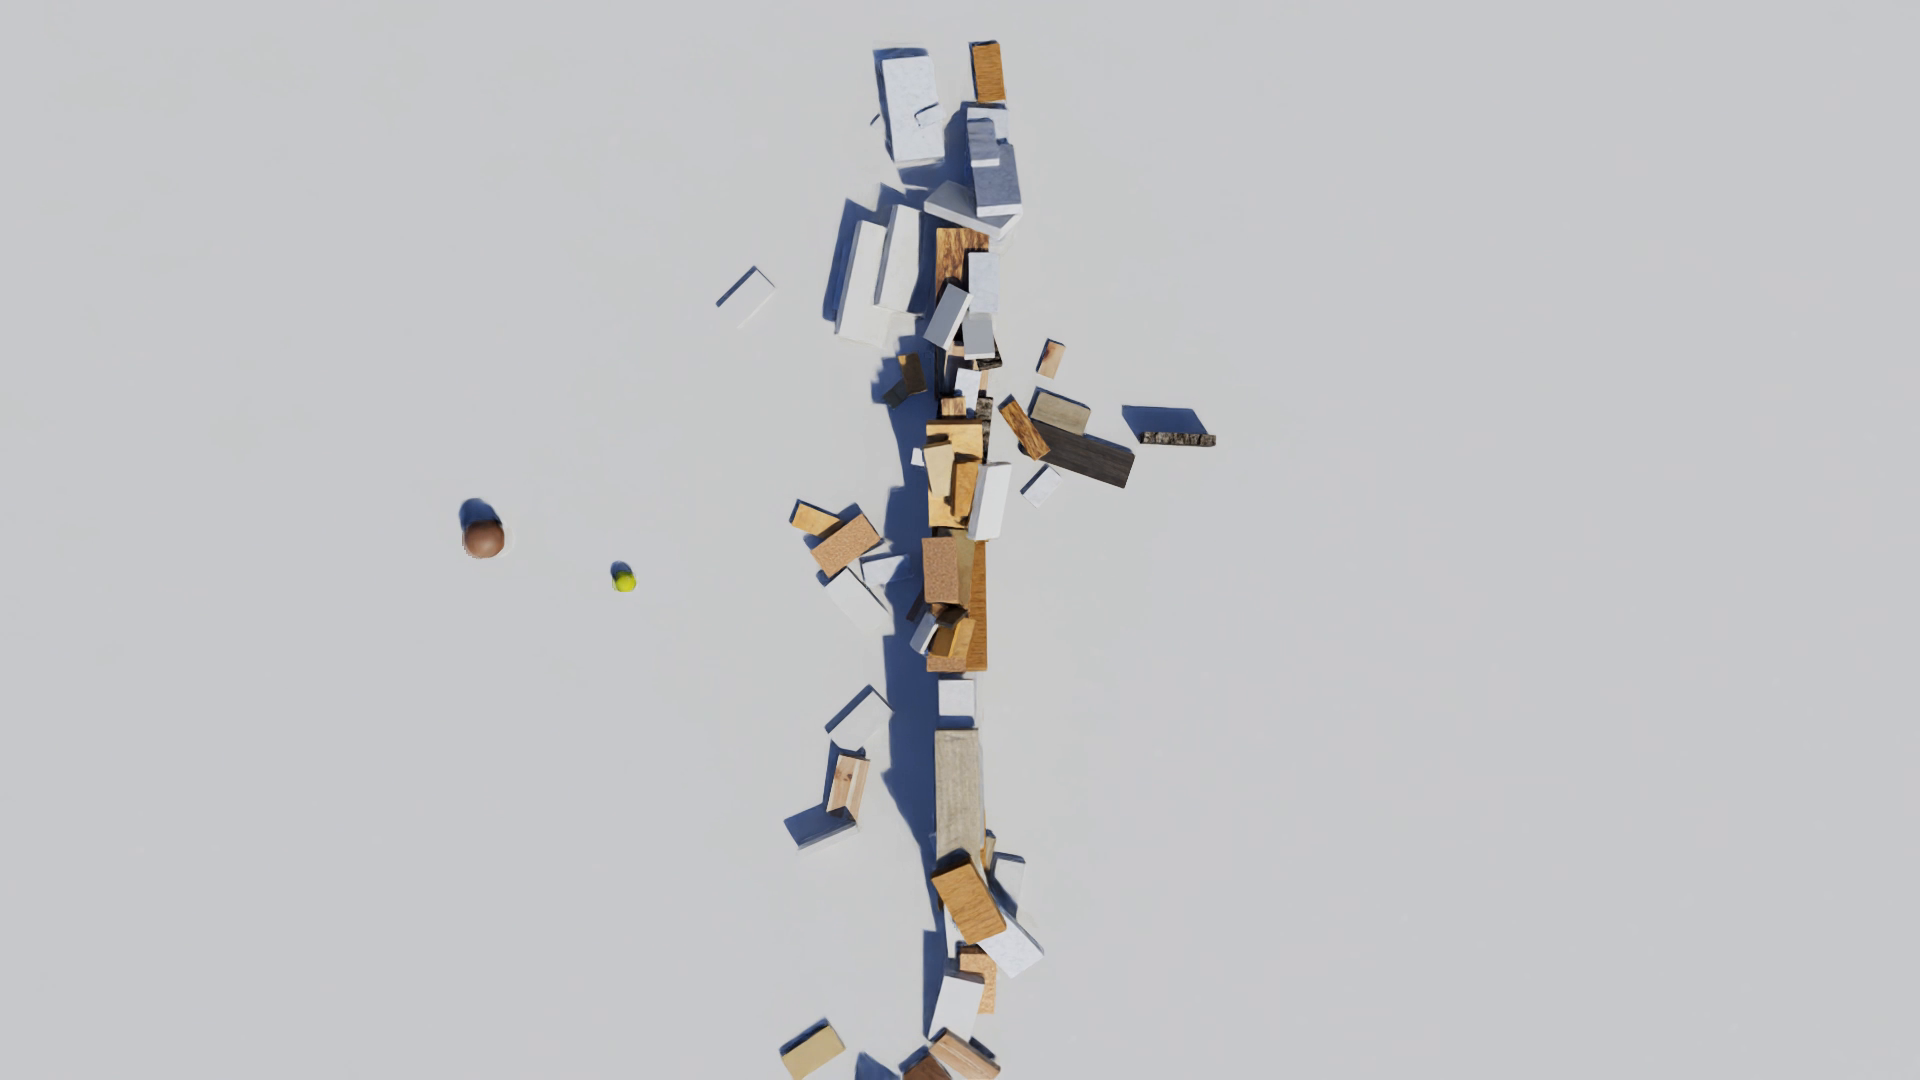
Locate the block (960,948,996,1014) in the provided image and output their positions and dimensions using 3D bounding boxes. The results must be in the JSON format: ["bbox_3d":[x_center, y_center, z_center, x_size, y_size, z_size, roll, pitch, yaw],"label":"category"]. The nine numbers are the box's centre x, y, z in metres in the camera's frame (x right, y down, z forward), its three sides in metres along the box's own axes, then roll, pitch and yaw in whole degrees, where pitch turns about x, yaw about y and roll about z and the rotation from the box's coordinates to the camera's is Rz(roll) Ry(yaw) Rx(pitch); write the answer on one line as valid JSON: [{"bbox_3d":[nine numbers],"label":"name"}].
[{"bbox_3d":[0.058,1.450,5.428,0.121,0.034,0.241,1,114,-2],"label":"block"}]

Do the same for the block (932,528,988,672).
[{"bbox_3d":[-0.003,0.185,5.357,0.176,0.050,0.488,-1,71,0],"label":"block"}]

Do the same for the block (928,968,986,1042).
[{"bbox_3d":[-0.011,1.542,5.428,0.134,0.038,0.268,13,114,0],"label":"block"}]

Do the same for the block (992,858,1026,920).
[{"bbox_3d":[0.153,1.162,5.486,0.097,0.028,0.194,11,90,0],"label":"block"}]

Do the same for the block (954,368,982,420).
[{"bbox_3d":[0.015,-0.444,5.272,0.076,0.021,0.206,9,104,-2],"label":"block"}]

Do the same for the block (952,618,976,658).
[{"bbox_3d":[0.003,0.309,5.242,0.063,0.018,0.127,14,72,5],"label":"block"}]

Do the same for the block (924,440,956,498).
[{"bbox_3d":[-0.056,-0.224,5.228,0.091,0.026,0.182,-10,122,2],"label":"block"}]

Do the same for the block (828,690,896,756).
[{"bbox_3d":[-0.327,0.611,5.485,0.210,0.030,0.105,-44,90,0],"label":"block"}]

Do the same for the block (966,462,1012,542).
[{"bbox_3d":[0.094,-0.125,5.290,0.035,0.123,0.247,22,110,36],"label":"block"}]

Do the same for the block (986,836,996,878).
[{"bbox_3d":[0.034,1.096,5.483,0.121,0.034,0.241,14,90,0],"label":"block"}]

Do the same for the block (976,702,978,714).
[{"bbox_3d":[-0.003,0.627,5.286,0.109,0.031,0.219,2,72,0],"label":"block"}]

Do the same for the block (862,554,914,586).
[{"bbox_3d":[-0.240,0.100,5.466,0.158,0.022,0.079,-12,91,0],"label":"block"}]

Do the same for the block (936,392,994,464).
[{"bbox_3d":[0.002,-0.294,5.345,0.176,0.050,0.352,6,104,-1],"label":"block"}]

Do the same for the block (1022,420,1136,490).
[{"bbox_3d":[0.395,-0.283,5.483,0.357,0.033,0.117,19,90,0],"label":"block"}]

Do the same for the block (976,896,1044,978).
[{"bbox_3d":[0.134,1.279,5.313,0.136,0.039,0.273,-37,109,13],"label":"block"}]

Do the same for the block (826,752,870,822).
[{"bbox_3d":[-0.371,0.820,5.470,0.105,0.030,0.210,13,99,0],"label":"block"}]

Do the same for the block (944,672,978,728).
[{"bbox_3d":[-0.001,0.499,5.295,0.109,0.031,0.219,2,72,0],"label":"block"}]

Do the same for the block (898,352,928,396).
[{"bbox_3d":[-0.156,-0.552,5.477,0.065,0.018,0.131,-15,84,-12],"label":"block"}]

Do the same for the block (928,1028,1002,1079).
[{"bbox_3d":[0.017,1.718,5.457,0.225,0.028,0.097,37,112,-6],"label":"block"}]

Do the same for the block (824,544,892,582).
[{"bbox_3d":[-0.332,0.099,5.489,0.232,0.022,0.079,-27,90,0],"label":"block"}]

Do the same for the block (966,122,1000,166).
[{"bbox_3d":[0.075,-1.294,5.388,0.090,0.026,0.181,-4,56,-2],"label":"block"}]

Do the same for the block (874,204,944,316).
[{"bbox_3d":[-0.170,-0.920,5.441,0.167,0.047,0.334,11,90,-27],"label":"block"}]

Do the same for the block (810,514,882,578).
[{"bbox_3d":[-0.379,0.019,5.462,0.214,0.030,0.107,-37,90,0],"label":"block"}]

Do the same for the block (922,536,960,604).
[{"bbox_3d":[-0.062,0.098,5.272,0.107,0.030,0.214,-4,71,0],"label":"block"}]

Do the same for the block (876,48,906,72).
[{"bbox_3d":[-0.227,-1.597,5.493,0.095,0.013,0.047,-22,90,0],"label":"block"}]

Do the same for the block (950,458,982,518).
[{"bbox_3d":[0.019,-0.167,5.246,0.091,0.026,0.182,-12,118,-30],"label":"block"}]

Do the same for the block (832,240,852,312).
[{"bbox_3d":[-0.346,-0.869,5.483,0.117,0.033,0.235,10,90,0],"label":"block"}]

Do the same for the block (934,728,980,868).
[{"bbox_3d":[-0.007,0.813,5.199,0.136,0.039,0.438,-1,95,2],"label":"block"}]

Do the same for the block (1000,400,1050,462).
[{"bbox_3d":[0.216,-0.363,5.462,0.065,0.018,0.208,-36,77,10],"label":"block"}]

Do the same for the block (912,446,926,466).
[{"bbox_3d":[-0.094,-0.261,5.233,0.114,0.016,0.057,9,121,-3],"label":"block"}]

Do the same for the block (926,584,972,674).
[{"bbox_3d":[-0.031,0.228,5.298,0.123,0.035,0.401,4,71,2],"label":"block"}]

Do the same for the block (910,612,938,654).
[{"bbox_3d":[-0.111,0.295,5.258,0.017,0.061,0.122,21,100,-41],"label":"block"}]

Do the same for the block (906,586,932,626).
[{"bbox_3d":[-0.126,0.222,5.491,0.061,0.017,0.122,29,90,0],"label":"block"}]

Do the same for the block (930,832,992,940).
[{"bbox_3d":[0.018,1.102,5.323,0.134,0.038,0.368,-16,99,2],"label":"block"}]

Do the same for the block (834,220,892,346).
[{"bbox_3d":[-0.295,-0.844,5.438,0.167,0.047,0.380,12,89,-28],"label":"block"}]

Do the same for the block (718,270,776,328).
[{"bbox_3d":[-0.707,-0.801,5.487,0.181,0.026,0.090,-45,90,0],"label":"block"}]

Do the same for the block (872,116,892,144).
[{"bbox_3d":[-0.245,-1.365,5.493,0.095,0.013,0.047,41,90,0],"label":"block"}]

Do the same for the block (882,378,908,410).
[{"bbox_3d":[-0.198,-0.493,5.492,0.114,0.016,0.057,-42,90,0],"label":"block"}]
